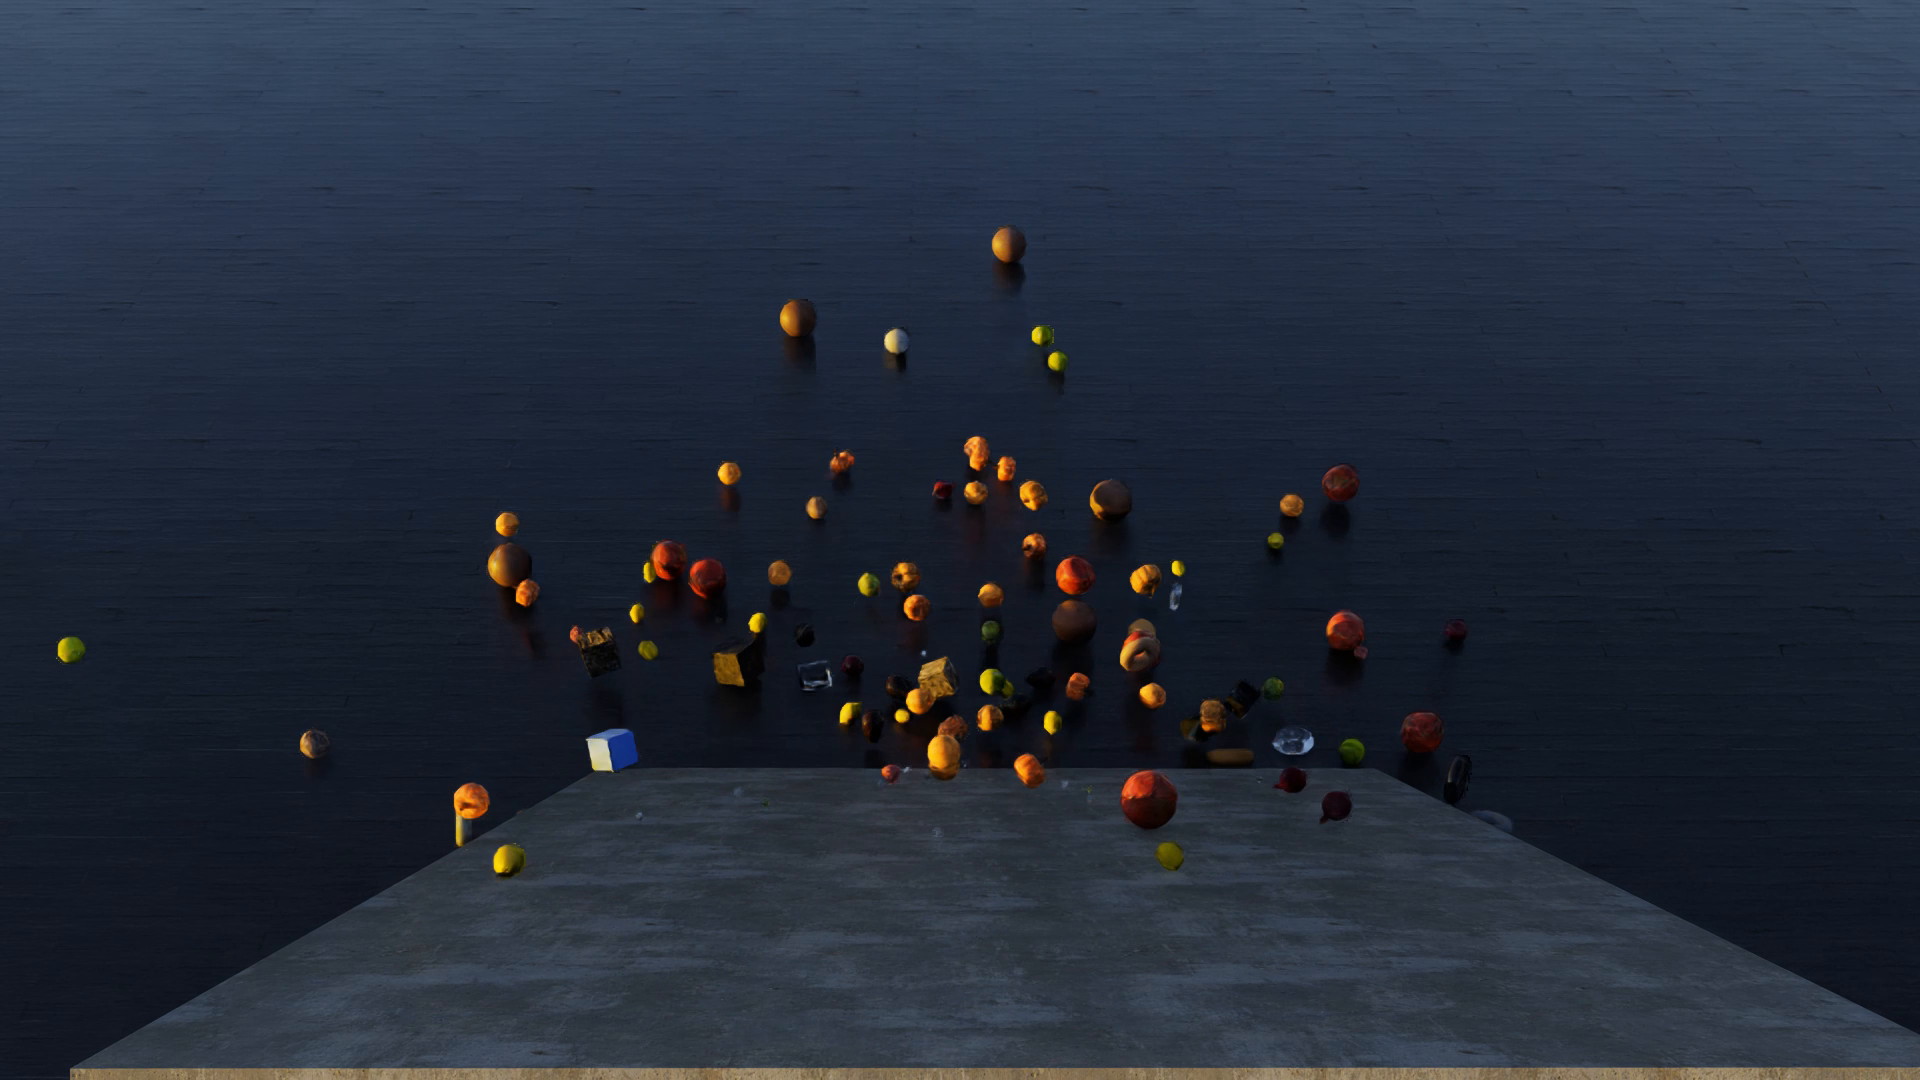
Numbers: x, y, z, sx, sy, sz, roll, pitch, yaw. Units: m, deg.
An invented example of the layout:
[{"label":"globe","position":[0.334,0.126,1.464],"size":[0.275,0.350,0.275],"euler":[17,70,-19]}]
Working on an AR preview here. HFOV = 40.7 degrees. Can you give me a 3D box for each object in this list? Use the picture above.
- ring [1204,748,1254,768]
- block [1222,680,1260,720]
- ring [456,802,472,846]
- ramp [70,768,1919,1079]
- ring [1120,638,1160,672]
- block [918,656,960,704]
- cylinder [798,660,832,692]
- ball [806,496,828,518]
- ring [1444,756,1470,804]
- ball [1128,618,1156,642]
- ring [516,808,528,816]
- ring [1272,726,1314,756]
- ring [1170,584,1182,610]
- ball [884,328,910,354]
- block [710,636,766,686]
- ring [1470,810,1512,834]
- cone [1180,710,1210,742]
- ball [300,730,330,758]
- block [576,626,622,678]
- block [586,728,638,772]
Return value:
[{"label":"ring","position":[0.705,0.570,6.778],"size":[0.130,0.043,0.130],"euler":[-1,-2,0]},{"label":"block","position":[0.761,0.432,6.998],"size":[0.063,0.063,0.063],"euler":[39,62,5]},{"label":"ring","position":[-1.252,0.721,6.542],"size":[0.038,0.115,0.115],"euler":[2,31,-11]},{"label":"ramp","position":[0.070,0.620,4.703],"size":[2.000,0.100,4.000],"euler":[0,-1,0]},{"label":"ring","position":[0.446,0.284,6.435],"size":[0.106,0.106,0.035],"euler":[-12,49,-19]},{"label":"block","position":[-0.057,0.381,7.071],"size":[0.079,0.079,0.079],"euler":[-20,23,21]},{"label":"cylinder","position":[-0.398,0.373,7.108],"size":[0.076,0.076,0.076],"euler":[-10,31,6]},{"label":"ball","position":[-0.438,-0.099,7.924],"size":[0.067,0.067,0.067],"euler":[0,32,0]},{"label":"ring","position":[0.987,0.477,5.149],"size":[0.033,0.098,0.098],"euler":[14,34,19]},{"label":"ball","position":[0.514,0.263,7.320],"size":[0.081,0.081,0.081],"euler":[0,32,0]},{"label":"ring","position":[-1.102,0.712,6.640],"size":[0.078,0.026,0.078],"euler":[0,28,0]},{"label":"ring","position":[0.889,0.536,6.916],"size":[0.111,0.037,0.111],"euler":[-3,29,2]},{"label":"ring","position":[0.619,0.163,7.454],"size":[0.026,0.078,0.078],"euler":[10,32,0]},{"label":"ball","position":[-0.215,-0.679,8.851],"size":[0.085,0.085,0.085],"euler":[0,32,0]},{"label":"block","position":[-0.615,0.336,7.163],"size":[0.097,0.097,0.097],"euler":[3,27,35]},{"label":"ring","position":[1.343,0.726,6.592],"size":[0.122,0.041,0.122],"euler":[2,20,-1]},{"label":"cone","position":[0.642,0.482,6.934],"size":[0.085,0.085,0.085],"euler":[12,41,19]},{"label":"ball","position":[-1.712,0.541,6.871],"size":[0.077,0.077,0.077],"euler":[0,32,0]},{"label":"block","position":[-0.994,0.310,7.136],"size":[0.092,0.092,0.092],"euler":[-18,25,-11]},{"label":"block","position":[-0.879,0.531,6.559],"size":[0.084,0.084,0.084],"euler":[0,14,45]}]
